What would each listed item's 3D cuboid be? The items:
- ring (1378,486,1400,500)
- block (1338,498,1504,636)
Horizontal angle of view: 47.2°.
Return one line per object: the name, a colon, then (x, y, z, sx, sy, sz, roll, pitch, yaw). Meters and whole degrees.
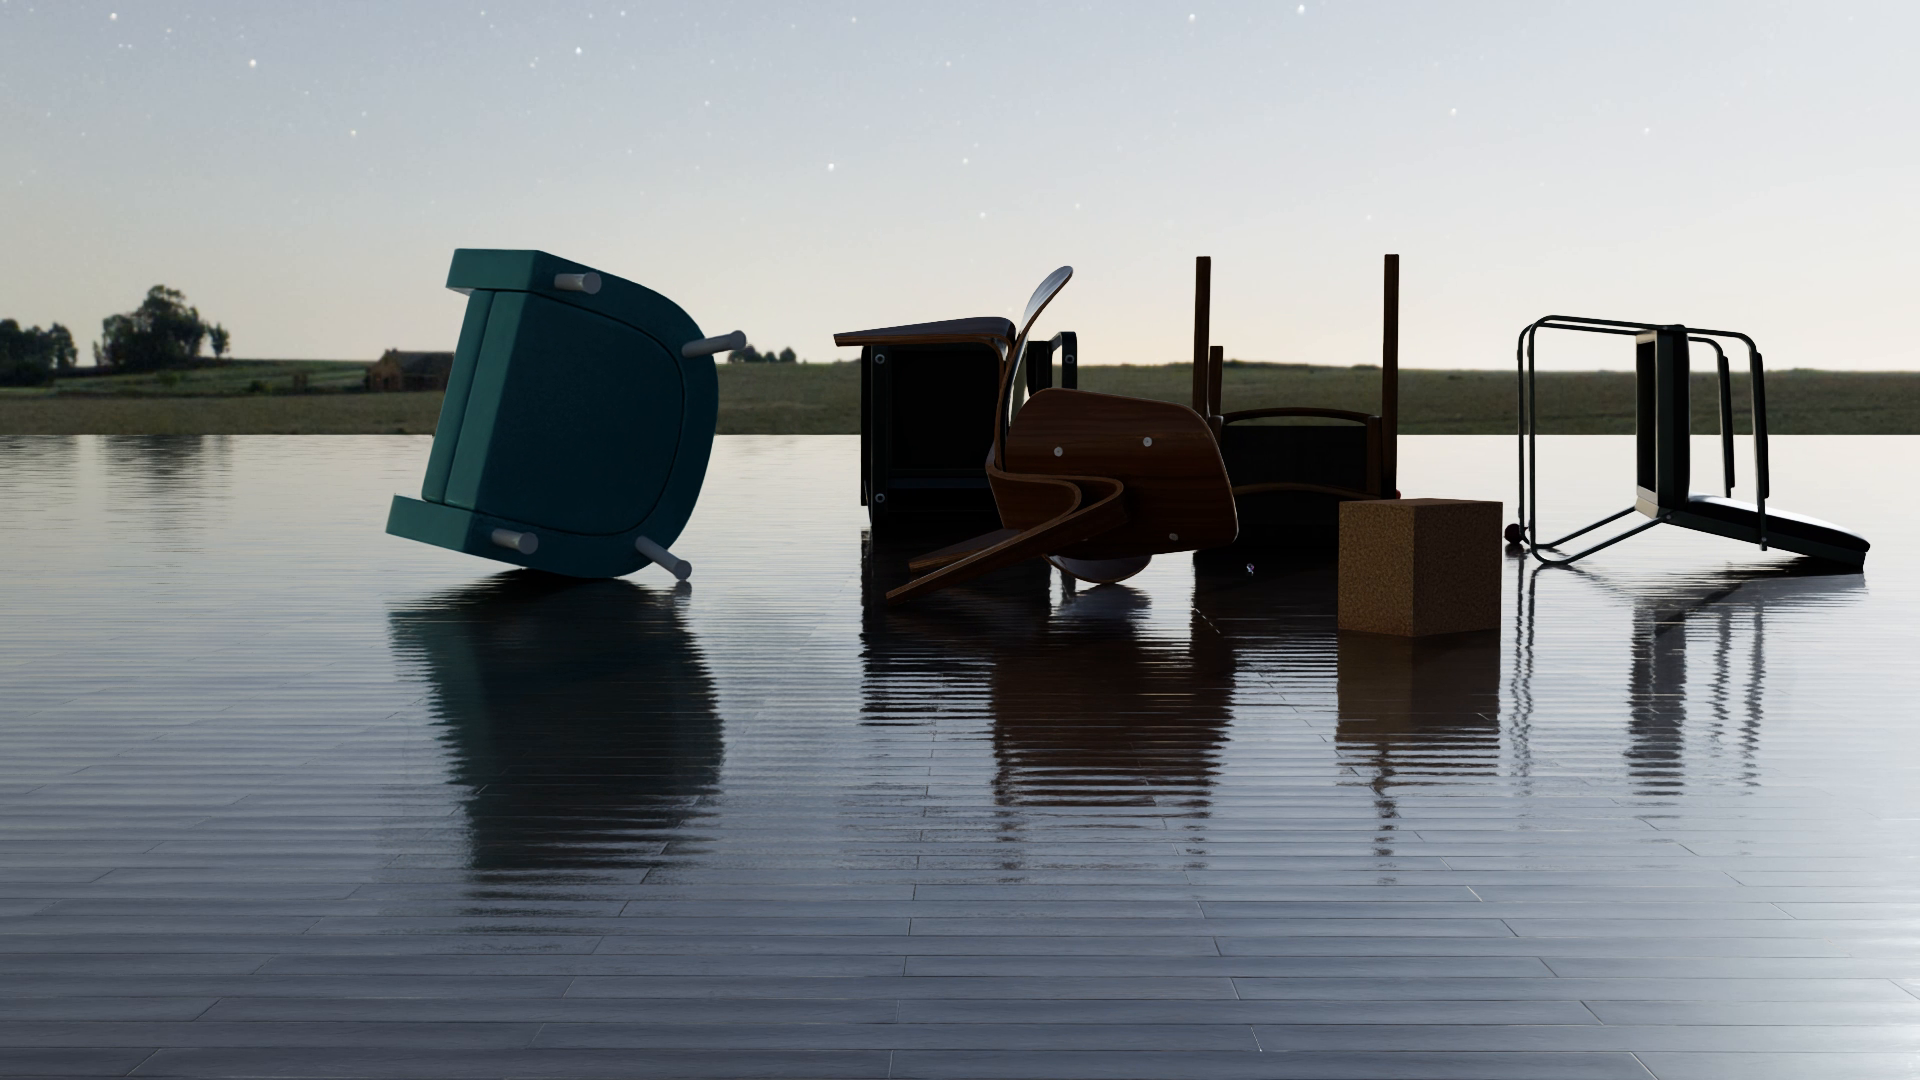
ring: (1.634, -0.163, 8.372, 0.052, 0.078, 0.111, 22, 28, 39)
block: (0.864, 0.047, 4.127, 0.249, 0.238, 0.182, -3, 5, -37)
